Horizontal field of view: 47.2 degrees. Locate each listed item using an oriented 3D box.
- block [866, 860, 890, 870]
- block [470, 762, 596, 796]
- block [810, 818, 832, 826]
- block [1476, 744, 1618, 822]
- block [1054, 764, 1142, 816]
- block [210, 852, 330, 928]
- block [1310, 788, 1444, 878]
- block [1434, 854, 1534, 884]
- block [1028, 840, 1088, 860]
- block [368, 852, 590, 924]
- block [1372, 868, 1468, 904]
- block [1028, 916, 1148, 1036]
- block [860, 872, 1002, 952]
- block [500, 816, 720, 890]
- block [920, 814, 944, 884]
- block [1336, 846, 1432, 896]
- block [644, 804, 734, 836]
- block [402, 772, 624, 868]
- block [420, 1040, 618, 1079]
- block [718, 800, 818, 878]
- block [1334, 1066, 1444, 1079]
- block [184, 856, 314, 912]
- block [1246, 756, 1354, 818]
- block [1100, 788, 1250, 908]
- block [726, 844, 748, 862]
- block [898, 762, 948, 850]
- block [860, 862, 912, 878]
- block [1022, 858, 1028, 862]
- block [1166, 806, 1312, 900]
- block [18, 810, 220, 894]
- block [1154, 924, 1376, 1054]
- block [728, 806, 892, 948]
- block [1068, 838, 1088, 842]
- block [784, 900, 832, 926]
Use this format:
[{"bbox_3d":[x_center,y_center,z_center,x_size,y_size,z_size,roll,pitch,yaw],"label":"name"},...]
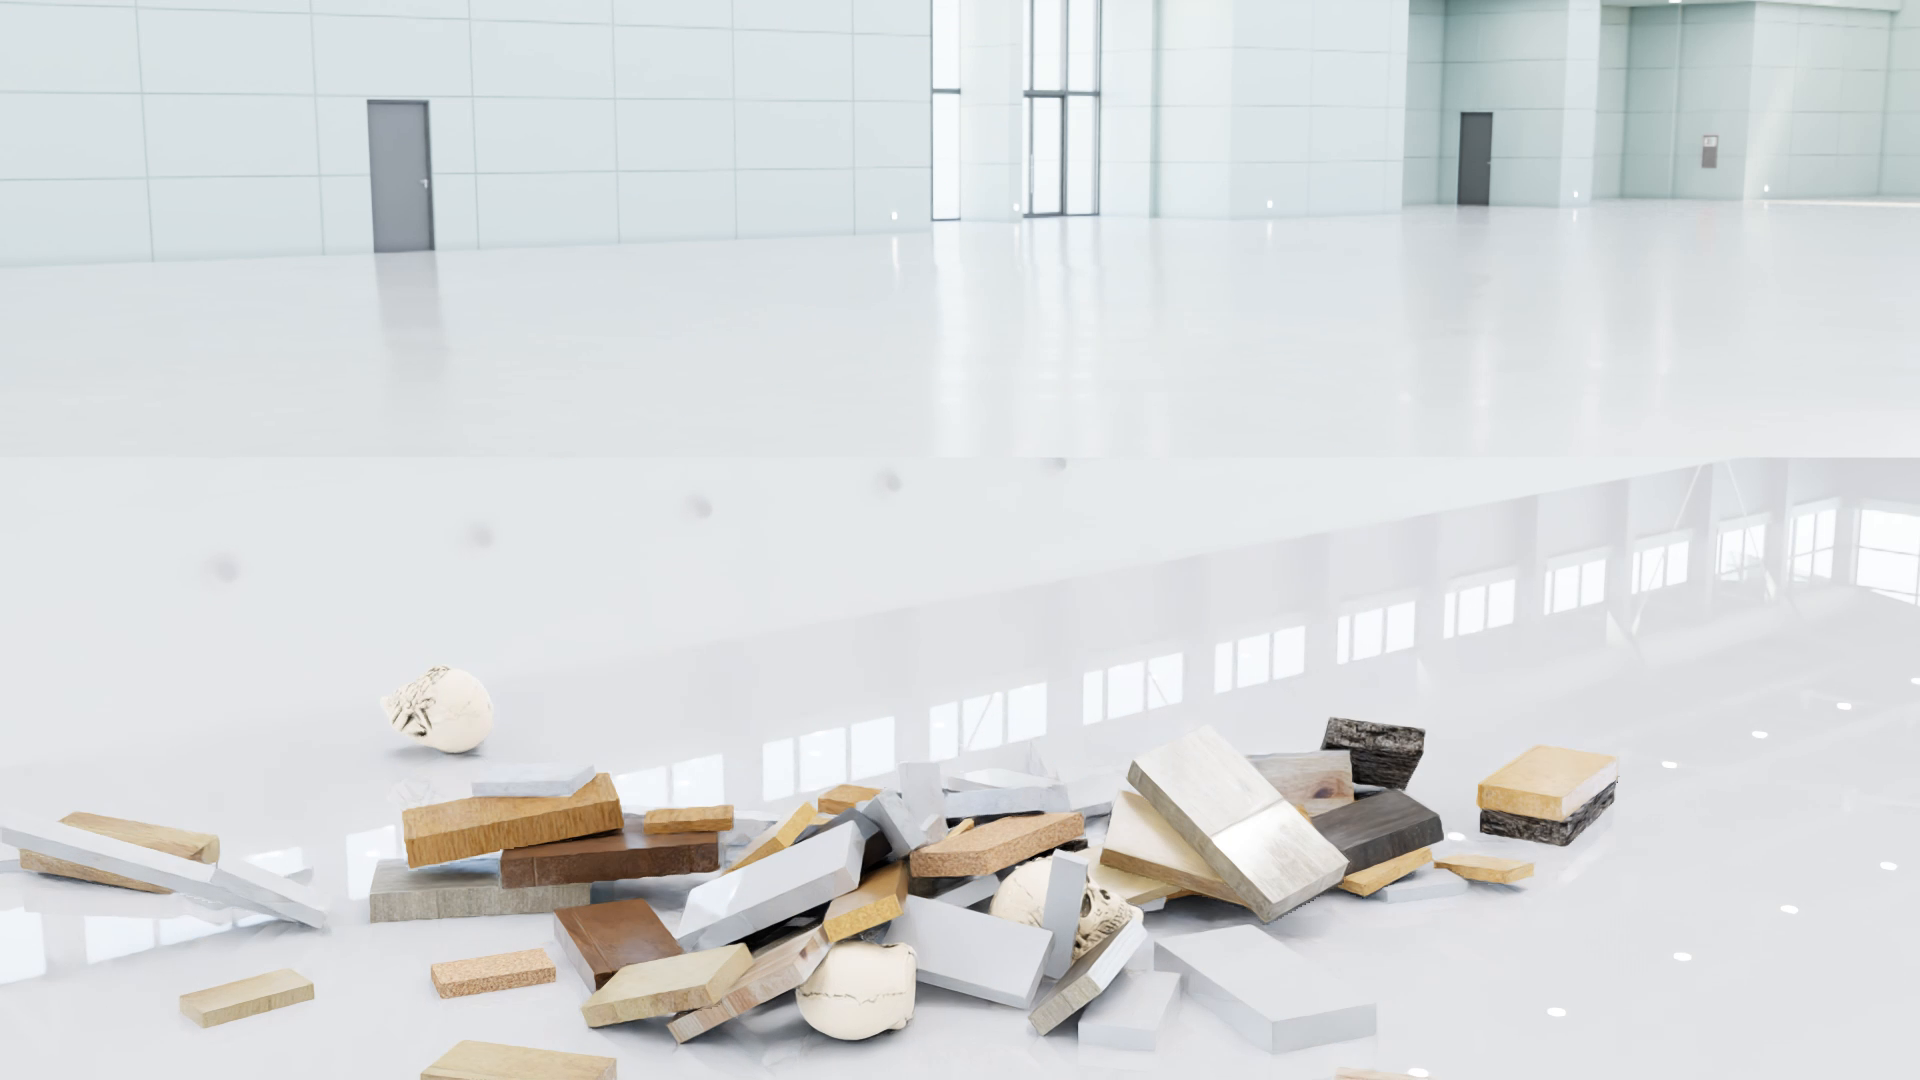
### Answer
[{"bbox_3d":[-0.103,0.570,3.605,0.147,0.021,0.073,6,44,41],"label":"block"},{"bbox_3d":[-0.725,0.407,3.738,0.186,0.026,0.093,-3,13,19],"label":"block"},{"bbox_3d":[-0.147,0.511,3.763,0.223,0.032,0.112,-3,-25,44],"label":"block"},{"bbox_3d":[1.090,0.447,4.074,0.157,0.044,0.314,7,13,33],"label":"block"},{"bbox_3d":[0.299,0.469,4.132,0.222,0.031,0.111,-2,31,-10],"label":"block"},{"bbox_3d":[-1.097,0.557,3.502,0.186,0.026,0.093,27,1,-16],"label":"block"},{"bbox_3d":[0.636,0.515,3.728,0.322,0.046,0.161,-18,15,-13],"label":"block"},{"bbox_3d":[0.887,0.556,3.727,0.076,0.021,0.151,-7,4,-39],"label":"block"},{"bbox_3d":[0.118,0.548,3.633,0.189,0.027,0.094,-8,36,10],"label":"block"},{"bbox_3d":[-0.790,0.570,3.641,0.348,0.049,0.174,-2,11,-10],"label":"block"},{"bbox_3d":[0.762,0.577,3.676,0.151,0.021,0.076,-4,11,-18],"label":"block"},{"bbox_3d":[0.187,0.628,3.178,0.118,0.034,0.237,-41,-6,22],"label":"block"},{"bbox_3d":[-0.047,0.569,3.387,0.222,0.031,0.111,-24,-4,-7],"label":"block"},{"bbox_3d":[-0.574,0.511,3.640,0.348,0.049,0.174,-4,11,-5],"label":"block"},{"bbox_3d":[-0.044,0.489,3.464,0.015,0.103,0.051,7,26,26],"label":"block"},{"bbox_3d":[0.707,0.547,3.677,0.151,0.021,0.076,-22,16,-26],"label":"block"},{"bbox_3d":[-0.449,0.465,3.656,0.145,0.021,0.072,-3,10,-3],"label":"block"},{"bbox_3d":[-0.746,0.464,3.665,0.348,0.049,0.174,-10,11,-14],"label":"block"},{"bbox_3d":[-0.584,0.713,2.918,0.229,0.032,0.114,3,11,16],"label":"block"},{"bbox_3d":[-0.318,0.504,3.611,0.197,0.028,0.099,-40,5,43],"label":"block"},{"bbox_3d":[0.590,0.729,2.839,0.217,0.031,0.108,3,11,16],"label":"block"},{"bbox_3d":[-1.190,0.574,3.683,0.093,0.026,0.186,9,14,39],"label":"block"},{"bbox_3d":[0.532,0.468,3.866,0.322,0.161,0.046,-2,-9,-10],"label":"block"},{"bbox_3d":[0.366,0.497,3.543,0.263,0.037,0.131,16,42,4],"label":"block"},{"bbox_3d":[-0.285,0.542,3.691,0.072,0.021,0.375,-6,2,-29],"label":"block"},{"bbox_3d":[-0.059,0.431,3.560,0.070,0.140,0.020,5,-20,-38],"label":"block"},{"bbox_3d":[-0.106,0.556,3.557,0.147,0.021,0.073,-13,29,-2],"label":"block"},{"bbox_3d":[0.015,0.549,3.622,0.189,0.027,0.095,-7,36,14],"label":"block"},{"bbox_3d":[0.433,0.526,3.675,0.322,0.046,0.161,-12,15,1],"label":"block"},{"bbox_3d":[-1.436,0.533,3.761,0.292,0.041,0.146,7,19,16],"label":"block"},{"bbox_3d":[0.439,0.651,3.210,0.170,0.048,0.340,-5,11,-23],"label":"block"},{"bbox_3d":[-0.258,0.536,3.474,0.291,0.041,0.145,-33,18,-14],"label":"block"},{"bbox_3d":[0.120,0.537,3.728,0.189,0.027,0.095,0,-31,0],"label":"block"},{"bbox_3d":[-0.273,0.588,3.543,0.145,0.021,0.072,2,35,10],"label":"block"}]
